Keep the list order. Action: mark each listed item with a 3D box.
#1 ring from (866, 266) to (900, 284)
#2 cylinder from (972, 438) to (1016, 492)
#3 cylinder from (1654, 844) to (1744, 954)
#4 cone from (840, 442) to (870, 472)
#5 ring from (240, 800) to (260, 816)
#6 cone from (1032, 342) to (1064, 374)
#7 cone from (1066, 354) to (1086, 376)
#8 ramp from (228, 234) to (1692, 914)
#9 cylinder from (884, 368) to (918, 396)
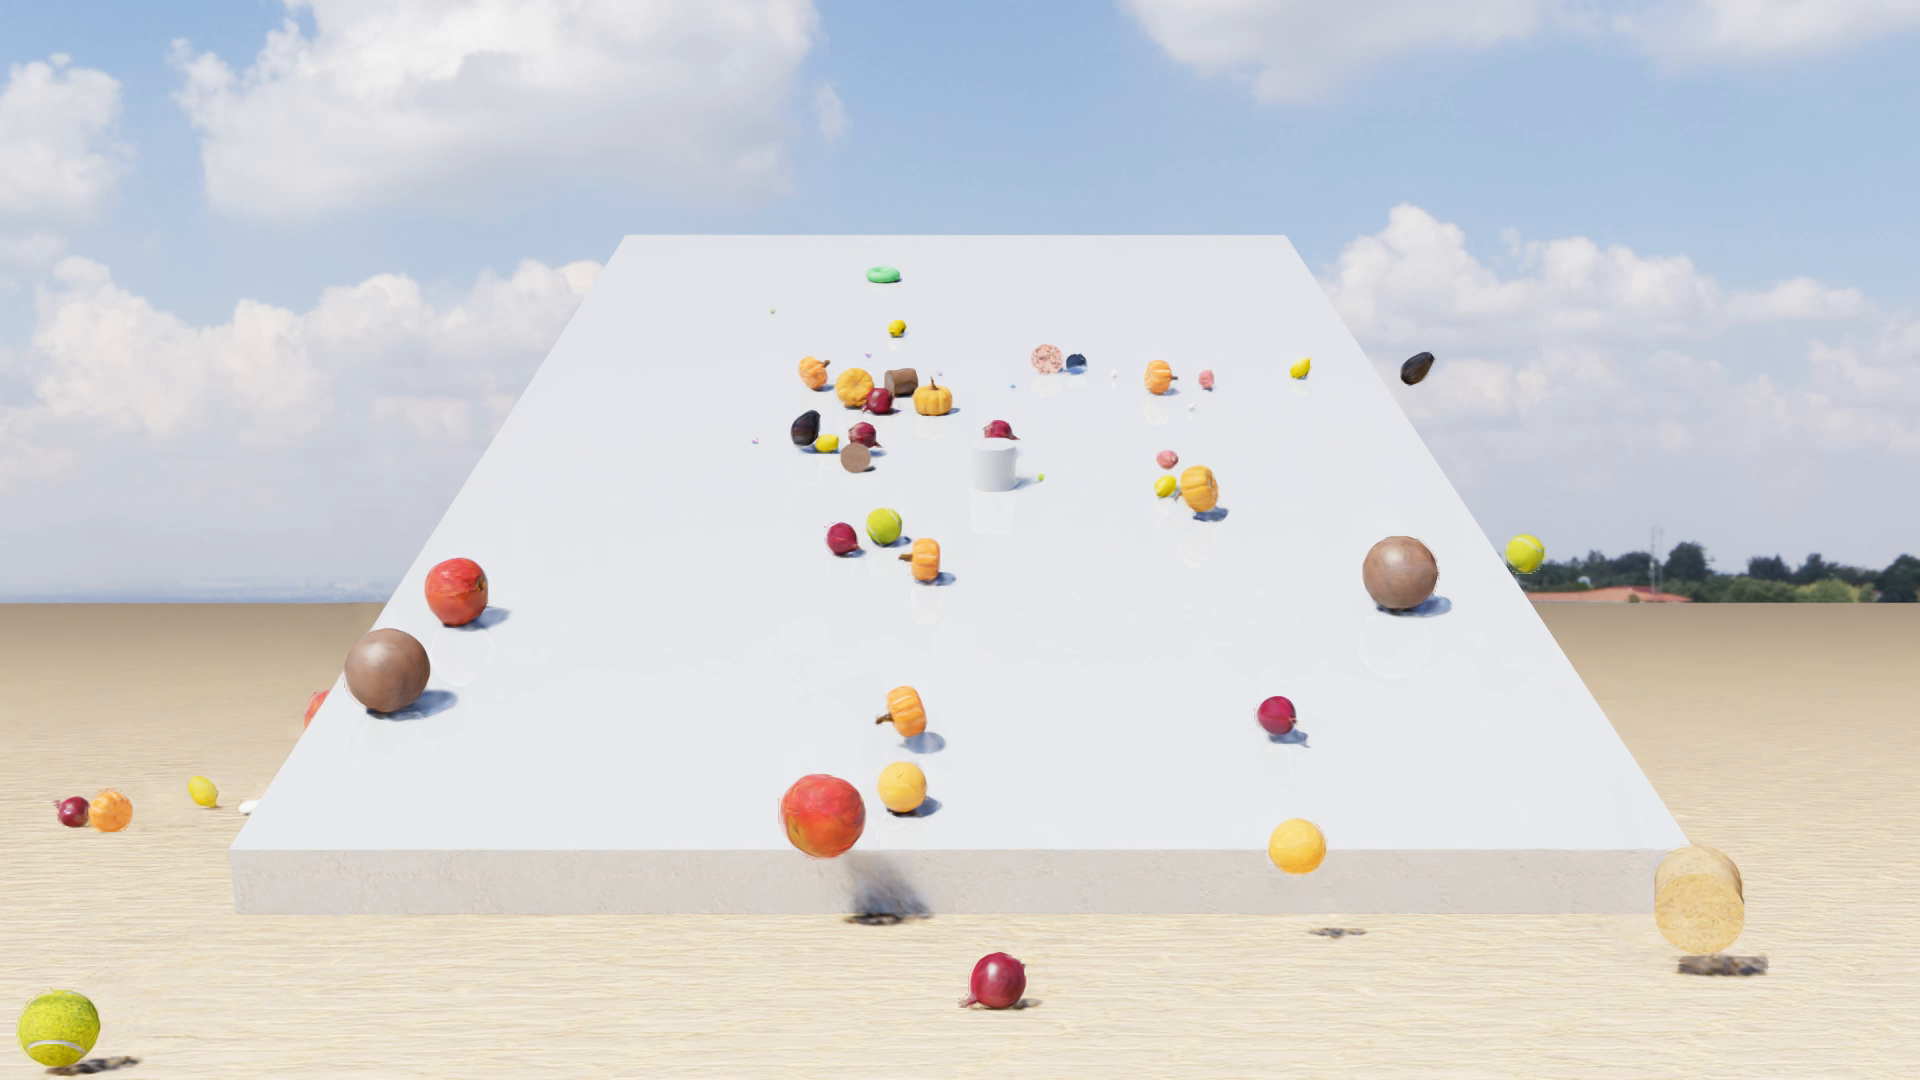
[{"bbox_3d":[-0.213,-0.736,6.281,0.094,0.031,0.094,0,21,0],"label":"ring"},{"bbox_3d":[0.068,-0.151,4.558,0.089,0.089,0.089,0,20,0],"label":"cylinder"},{"bbox_3d":[0.858,0.417,2.627,0.098,0.098,0.098,0,12,17],"label":"cylinder"},{"bbox_3d":[-0.217,-0.165,4.686,0.064,0.064,0.064,0,-7,-4],"label":"cone"},{"bbox_3d":[-1.409,0.537,4.553,0.081,0.027,0.081,-5,-1,0],"label":"ring"},{"bbox_3d":[0.204,-0.424,5.404,0.076,0.076,0.076,0,-11,-5],"label":"cone"},{"bbox_3d":[0.272,-0.414,5.391,0.052,0.052,0.052,0,-7,-9],"label":"cone"},{"bbox_3d":[-0.005,-0.204,4.986,2.000,0.100,4.000,0,20,0],"label":"ramp"},{"bbox_3d":[-0.135,-0.362,5.191,0.060,0.060,0.060,-13,4,-24],"label":"cylinder"}]
